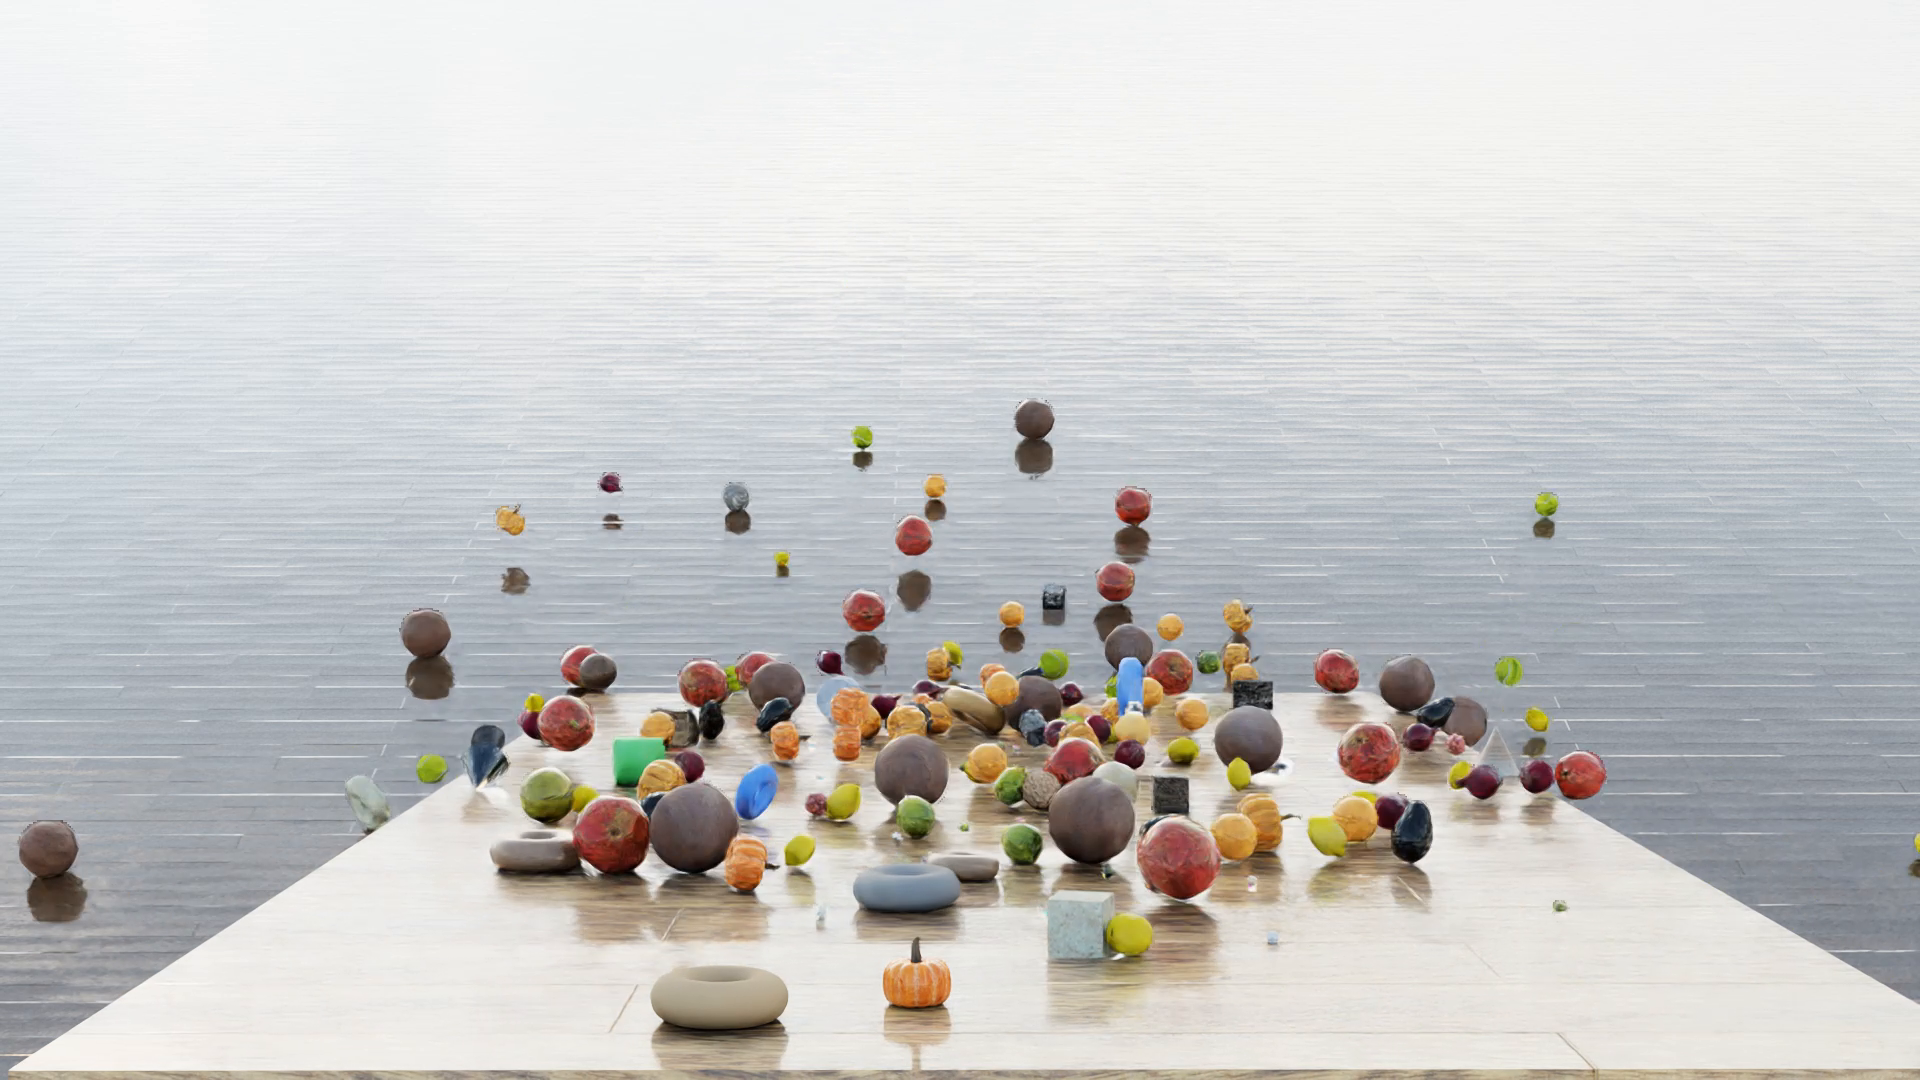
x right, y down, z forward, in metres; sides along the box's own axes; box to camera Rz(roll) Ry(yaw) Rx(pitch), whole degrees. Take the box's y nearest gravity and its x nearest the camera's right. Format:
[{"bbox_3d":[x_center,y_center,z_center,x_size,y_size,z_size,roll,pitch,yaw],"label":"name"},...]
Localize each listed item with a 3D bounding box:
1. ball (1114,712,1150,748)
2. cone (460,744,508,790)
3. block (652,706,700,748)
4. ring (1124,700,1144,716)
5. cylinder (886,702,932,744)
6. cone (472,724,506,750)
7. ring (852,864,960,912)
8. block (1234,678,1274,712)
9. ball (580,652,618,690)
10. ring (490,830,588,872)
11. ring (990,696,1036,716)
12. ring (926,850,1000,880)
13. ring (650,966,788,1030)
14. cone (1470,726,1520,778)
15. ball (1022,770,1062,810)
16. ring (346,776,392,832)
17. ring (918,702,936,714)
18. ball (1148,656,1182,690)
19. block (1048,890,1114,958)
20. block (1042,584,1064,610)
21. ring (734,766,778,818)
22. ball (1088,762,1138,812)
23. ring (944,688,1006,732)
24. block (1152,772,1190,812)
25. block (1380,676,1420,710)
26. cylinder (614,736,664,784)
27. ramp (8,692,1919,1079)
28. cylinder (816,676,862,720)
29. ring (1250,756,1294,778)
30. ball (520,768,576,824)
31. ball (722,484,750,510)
[{"bbox_3d":[0.335,0.371,5.005,0.070,0.070,0.070,0,24,0],"label":"ball"},{"bbox_3d":[-0.874,0.432,4.694,0.088,0.088,0.088,1,29,2],"label":"cone"},{"bbox_3d":[-0.593,0.390,5.375,0.077,0.077,0.077,0,2,14],"label":"block"},{"bbox_3d":[0.353,0.374,5.262,0.031,0.093,0.093,5,24,-4],"label":"ring"},{"bbox_3d":[-0.108,0.386,5.444,0.080,0.080,0.080,7,4,15],"label":"cylinder"},{"bbox_3d":[-0.954,0.421,5.242,0.069,0.069,0.069,-8,23,-16],"label":"cone"},{"bbox_3d":[-0.072,0.469,3.475,0.146,0.049,0.146,-1,3,0],"label":"ring"},{"bbox_3d":[0.697,0.368,6.126,0.068,0.068,0.068,-2,3,-42],"label":"block"},{"bbox_3d":[-0.937,0.341,6.671,0.097,0.097,0.097,0,24,0],"label":"ball"},{"bbox_3d":[-0.621,0.458,3.801,0.144,0.048,0.144,1,2,0],"label":"ring"},{"bbox_3d":[0.121,0.387,6.009,0.118,0.039,0.118,0,3,0],"label":"ring"},{"bbox_3d":[0.004,0.467,3.698,0.106,0.035,0.106,2,-1,0],"label":"ring"},{"bbox_3d":[-0.259,0.492,2.775,0.149,0.050,0.149,1,1,0],"label":"ring"},{"bbox_3d":[1.015,0.397,4.880,0.094,0.094,0.094,0,2,0],"label":"cone"},{"bbox_3d":[0.139,0.427,4.396,0.067,0.067,0.067,0,24,0],"label":"ball"},{"bbox_3d":[-1.394,0.622,6.077,0.049,0.146,0.146,-33,39,-31],"label":"ring"},{"bbox_3d":[-0.094,0.394,6.008,0.077,0.026,0.077,-1,2,0],"label":"ring"},{"bbox_3d":[0.534,0.347,6.722,0.087,0.087,0.087,0,24,0],"label":"ball"},{"bbox_3d":[0.148,0.469,3.150,0.068,0.068,0.068,1,2,15],"label":"block"},{"bbox_3d":[0.262,0.160,7.209,0.053,0.053,0.053,5,25,12],"label":"block"},{"bbox_3d":[-0.337,0.417,4.263,0.032,0.097,0.097,26,33,25],"label":"ring"},{"bbox_3d":[0.262,0.419,4.382,0.084,0.084,0.084,0,24,0],"label":"ball"},{"bbox_3d":[0.032,0.371,5.609,0.150,0.150,0.050,18,73,35],"label":"ring"},{"bbox_3d":[0.360,0.431,4.395,0.060,0.060,0.060,0,2,1],"label":"block"},{"bbox_3d":[1.094,0.386,6.406,0.065,0.065,0.065,45,0,8],"label":"block"},{"bbox_3d":[-0.590,0.406,4.737,0.086,0.086,0.086,0,24,-13],"label":"cylinder"},{"bbox_3d":[0.056,0.506,4.550,2.000,0.100,4.000,0,2,0],"label":"ramp"},{"bbox_3d":[-0.279,0.363,5.939,0.093,0.093,0.093,2,2,5],"label":"cylinder"},{"bbox_3d":[0.587,0.428,4.863,0.083,0.028,0.083,-3,12,1],"label":"ring"},{"bbox_3d":[-0.681,0.421,4.249,0.091,0.091,0.091,0,24,0],"label":"ball"},{"bbox_3d":[-0.677,-0.131,7.813,0.083,0.083,0.083,0,24,0],"label":"ball"}]
